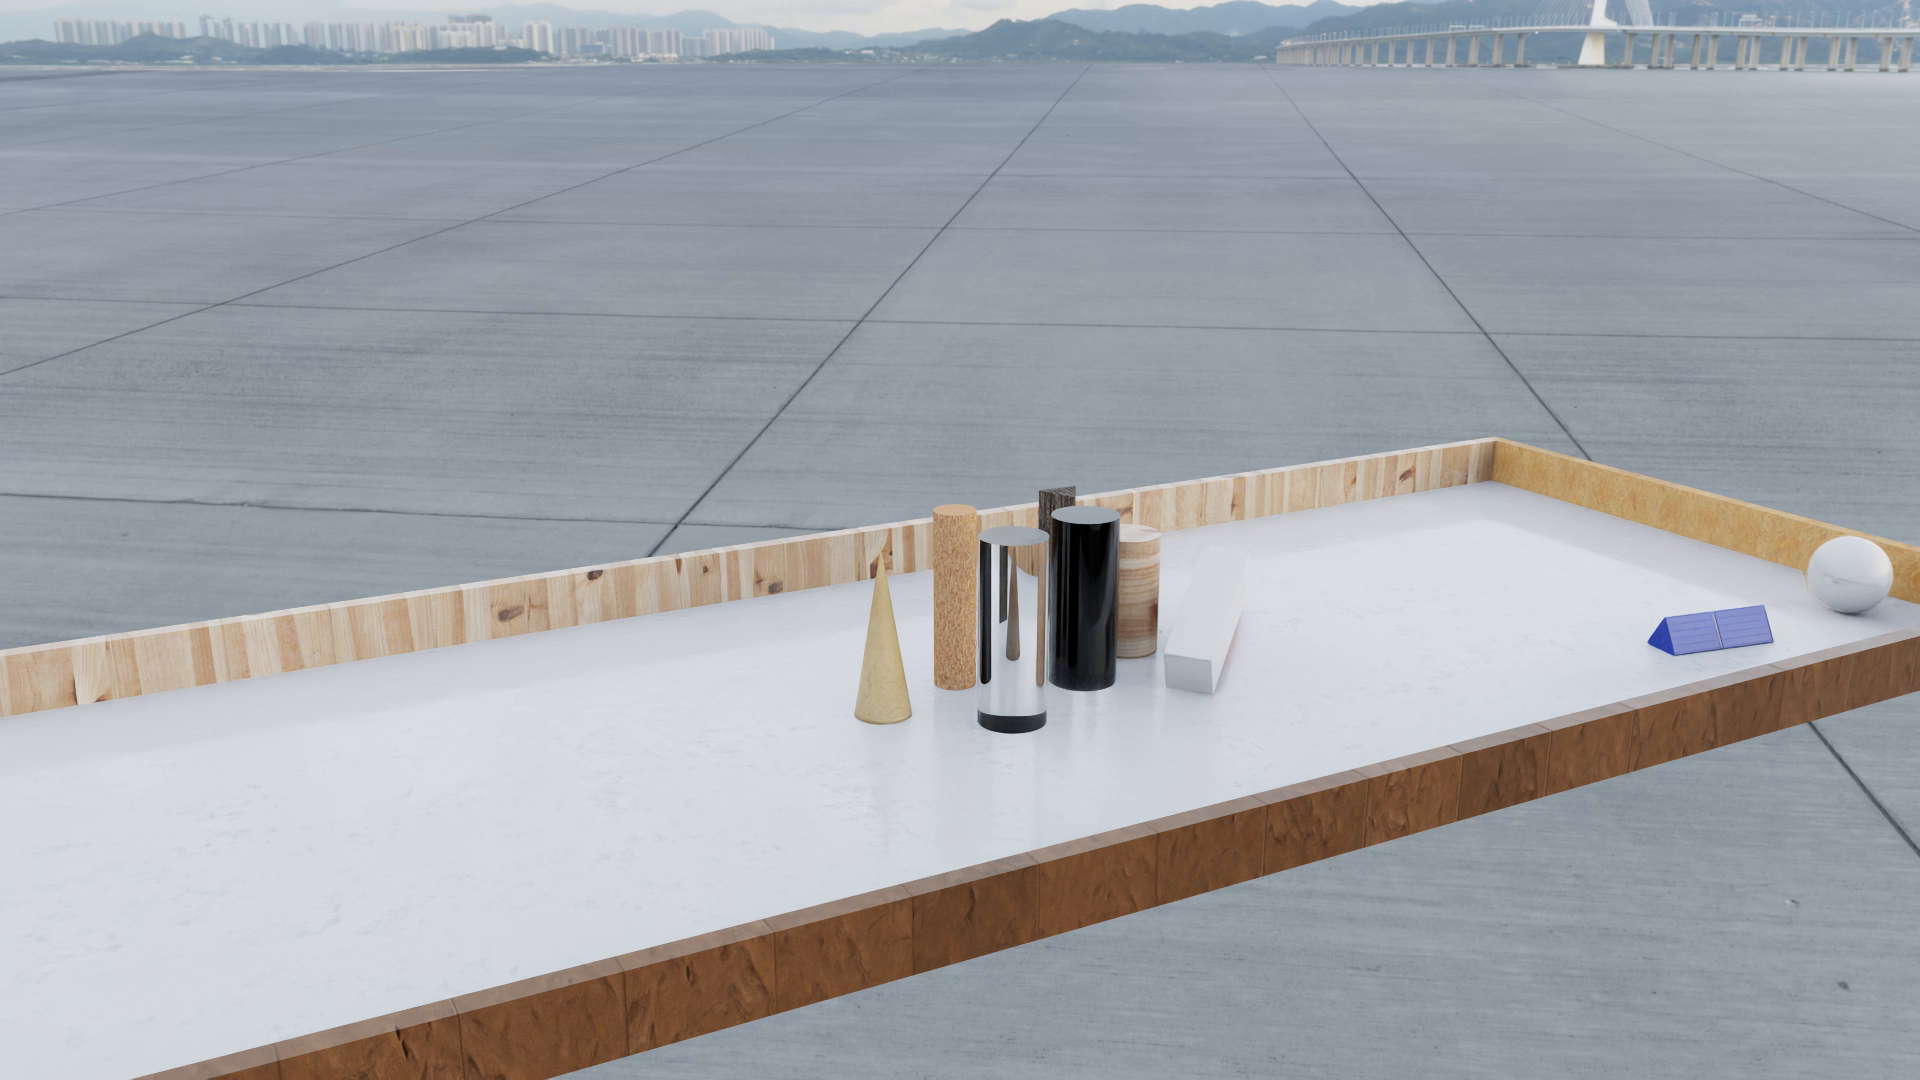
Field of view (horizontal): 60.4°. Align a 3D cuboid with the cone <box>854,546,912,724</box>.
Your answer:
[{"bbox_3d":[-0.183,0.214,3.884,0.138,0.418,0.138,0,16,0],"label":"cone"}]

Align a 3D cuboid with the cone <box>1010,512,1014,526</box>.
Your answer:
[{"bbox_3d":[0.137,0.102,4.337,0.106,0.379,0.106,0,16,0],"label":"cone"}]

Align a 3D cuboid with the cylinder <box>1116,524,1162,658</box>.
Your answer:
[{"bbox_3d":[0.438,0.134,4.337,0.171,0.317,0.171,0,16,0],"label":"cylinder"}]

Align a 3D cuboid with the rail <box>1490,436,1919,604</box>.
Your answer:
[{"bbox_3d":[2.466,-0.048,5.253,0.050,0.150,2.100,-9,18,-27],"label":"rail"}]

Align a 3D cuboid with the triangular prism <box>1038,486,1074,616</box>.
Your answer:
[{"bbox_3d":[0.292,0.033,4.609,0.115,0.357,0.099,11,20,33],"label":"triangular prism"}]

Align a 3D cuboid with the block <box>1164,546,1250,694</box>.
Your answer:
[{"bbox_3d":[0.630,0.198,4.181,0.119,0.119,0.410,8,43,20],"label":"block"}]

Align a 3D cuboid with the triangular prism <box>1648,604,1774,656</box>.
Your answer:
[{"bbox_3d":[2.009,0.231,4.401,0.325,0.089,0.102,-5,18,-18],"label":"triangular prism"}]

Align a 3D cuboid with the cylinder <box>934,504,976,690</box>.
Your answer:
[{"bbox_3d":[-0.012,0.142,4.074,0.106,0.449,0.106,0,16,0],"label":"cylinder"}]

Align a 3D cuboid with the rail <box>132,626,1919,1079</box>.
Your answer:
[{"bbox_3d":[-2.336,1.006,1.665,12.000,0.150,0.050,-9,18,-27],"label":"rail"}]

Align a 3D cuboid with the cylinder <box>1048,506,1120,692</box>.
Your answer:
[{"bbox_3d":[0.308,0.144,4.100,0.170,0.430,0.170,0,16,0],"label":"cylinder"}]

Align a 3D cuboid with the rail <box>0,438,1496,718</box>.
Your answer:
[{"bbox_3d":[-3.305,0.497,3.399,12.000,0.150,0.050,-9,18,-27],"label":"rail"}]

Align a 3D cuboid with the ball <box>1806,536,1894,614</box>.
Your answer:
[{"bbox_3d":[2.502,0.097,4.640,0.216,0.216,0.216,0,16,0],"label":"ball"}]

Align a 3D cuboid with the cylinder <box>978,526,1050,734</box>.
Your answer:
[{"bbox_3d":[0.123,0.208,3.840,0.165,0.454,0.165,0,16,0],"label":"cylinder"}]
